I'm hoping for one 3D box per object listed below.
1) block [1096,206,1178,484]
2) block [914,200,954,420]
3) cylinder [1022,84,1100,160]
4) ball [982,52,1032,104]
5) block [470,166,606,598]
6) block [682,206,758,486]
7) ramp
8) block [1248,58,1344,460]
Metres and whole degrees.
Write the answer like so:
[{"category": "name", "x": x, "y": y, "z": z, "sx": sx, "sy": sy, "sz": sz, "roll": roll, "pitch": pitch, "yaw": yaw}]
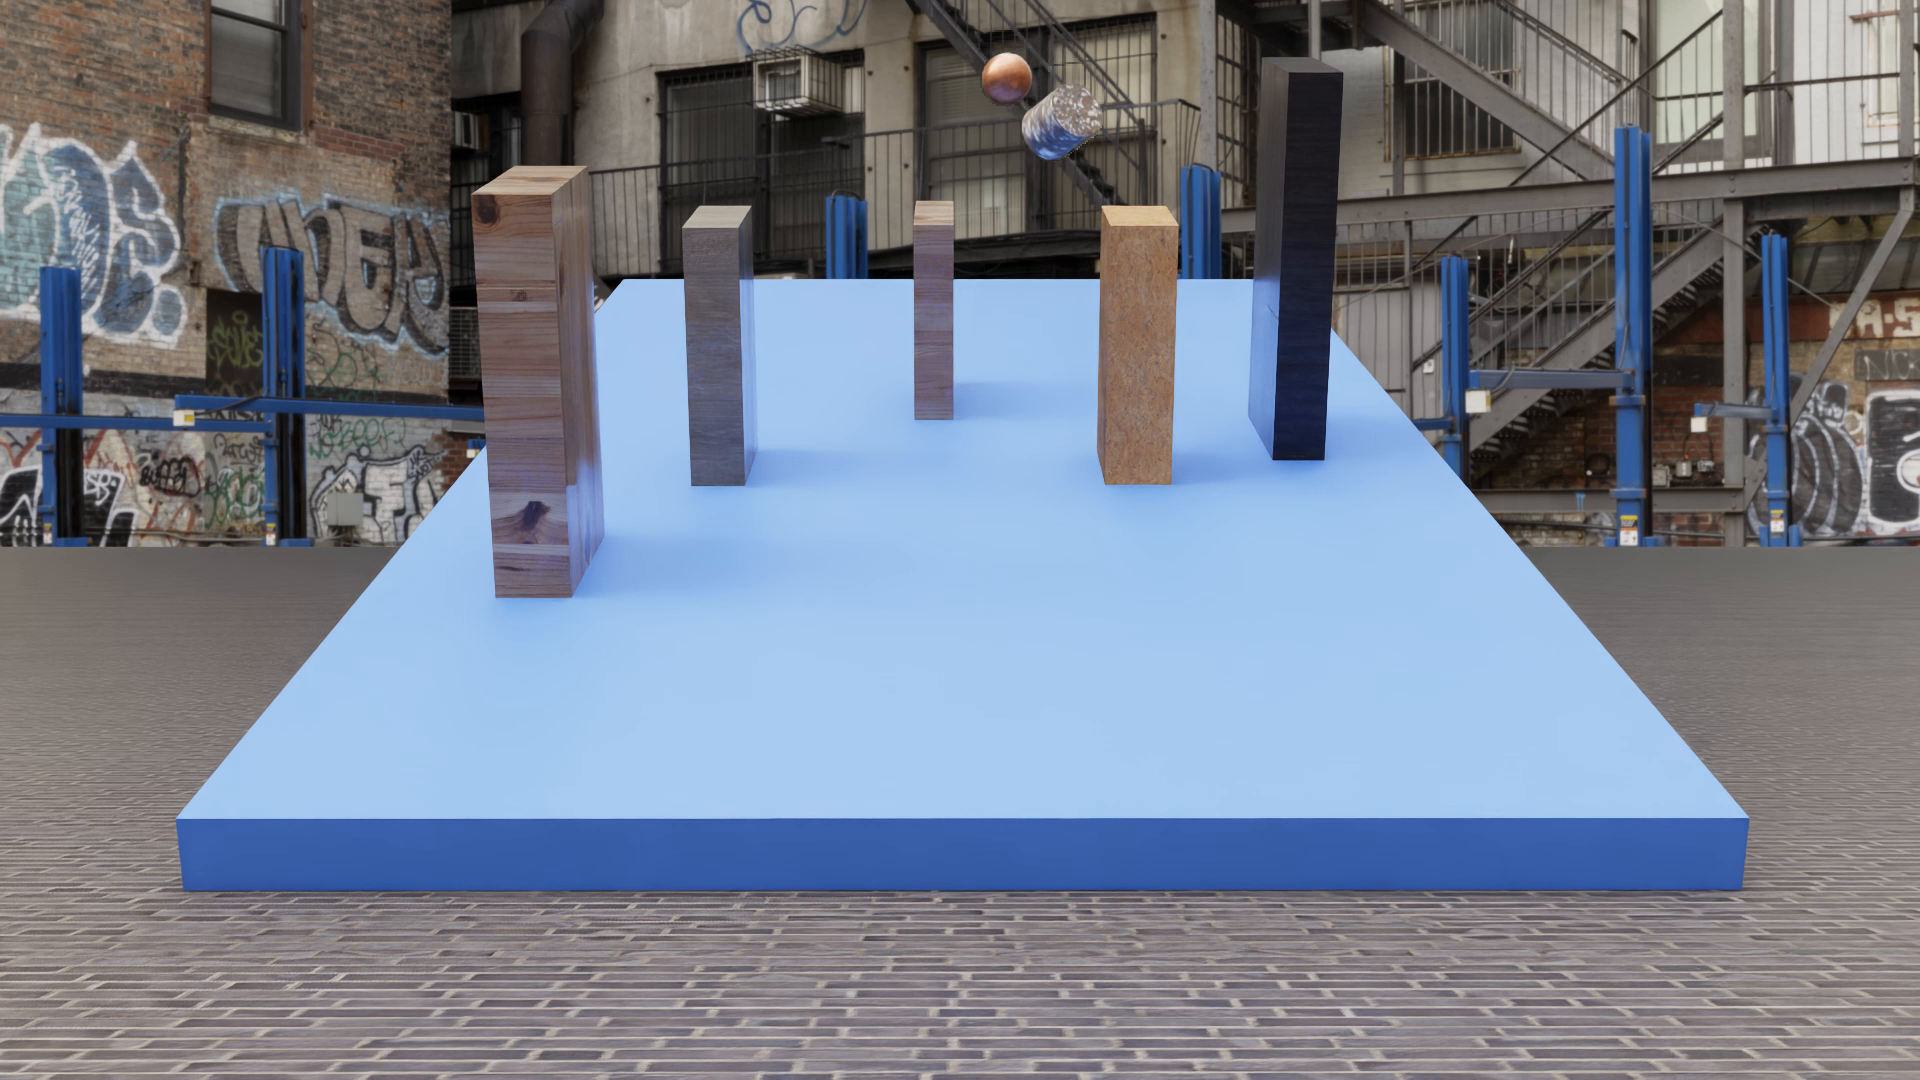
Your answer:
[{"category": "block", "x": 0.352, "y": -0.394, "z": 4.435, "sx": 0.131, "sy": 0.513, "sz": 0.270, "roll": 0, "pitch": 17, "yaw": 0}, {"category": "block", "x": -0.058, "y": -0.527, "z": 5.027, "sx": 0.087, "sy": 0.432, "sz": 0.380, "roll": 0, "pitch": 17, "yaw": 0}, {"category": "cylinder", "x": 0.285, "y": -1.180, "z": 6.249, "sx": 0.162, "sy": 0.162, "sz": 0.162, "roll": 0, "pitch": -15, "yaw": -31}, {"category": "ball", "x": 0.137, "y": -1.339, "z": 6.426, "sx": 0.148, "sy": 0.148, "sz": 0.148, "roll": 0, "pitch": 0, "yaw": 0}, {"category": "block", "x": -0.709, "y": -0.277, "z": 3.763, "sx": 0.126, "sy": 0.668, "sz": 0.370, "roll": 0, "pitch": 17, "yaw": 0}, {"category": "block", "x": -0.477, "y": -0.394, "z": 4.437, "sx": 0.107, "sy": 0.510, "sz": 0.299, "roll": 0, "pitch": 17, "yaw": 0}, {"category": "ramp", "x": -0.002, "y": -0.167, "z": 4.746, "sx": 2.000, "sy": 0.100, "sz": 4.000, "roll": 0, "pitch": 17, "yaw": 0}, {"category": "block", "x": 0.697, "y": -0.597, "z": 4.642, "sx": 0.107, "sy": 0.785, "sz": 0.396, "roll": 0, "pitch": 17, "yaw": 0}]
